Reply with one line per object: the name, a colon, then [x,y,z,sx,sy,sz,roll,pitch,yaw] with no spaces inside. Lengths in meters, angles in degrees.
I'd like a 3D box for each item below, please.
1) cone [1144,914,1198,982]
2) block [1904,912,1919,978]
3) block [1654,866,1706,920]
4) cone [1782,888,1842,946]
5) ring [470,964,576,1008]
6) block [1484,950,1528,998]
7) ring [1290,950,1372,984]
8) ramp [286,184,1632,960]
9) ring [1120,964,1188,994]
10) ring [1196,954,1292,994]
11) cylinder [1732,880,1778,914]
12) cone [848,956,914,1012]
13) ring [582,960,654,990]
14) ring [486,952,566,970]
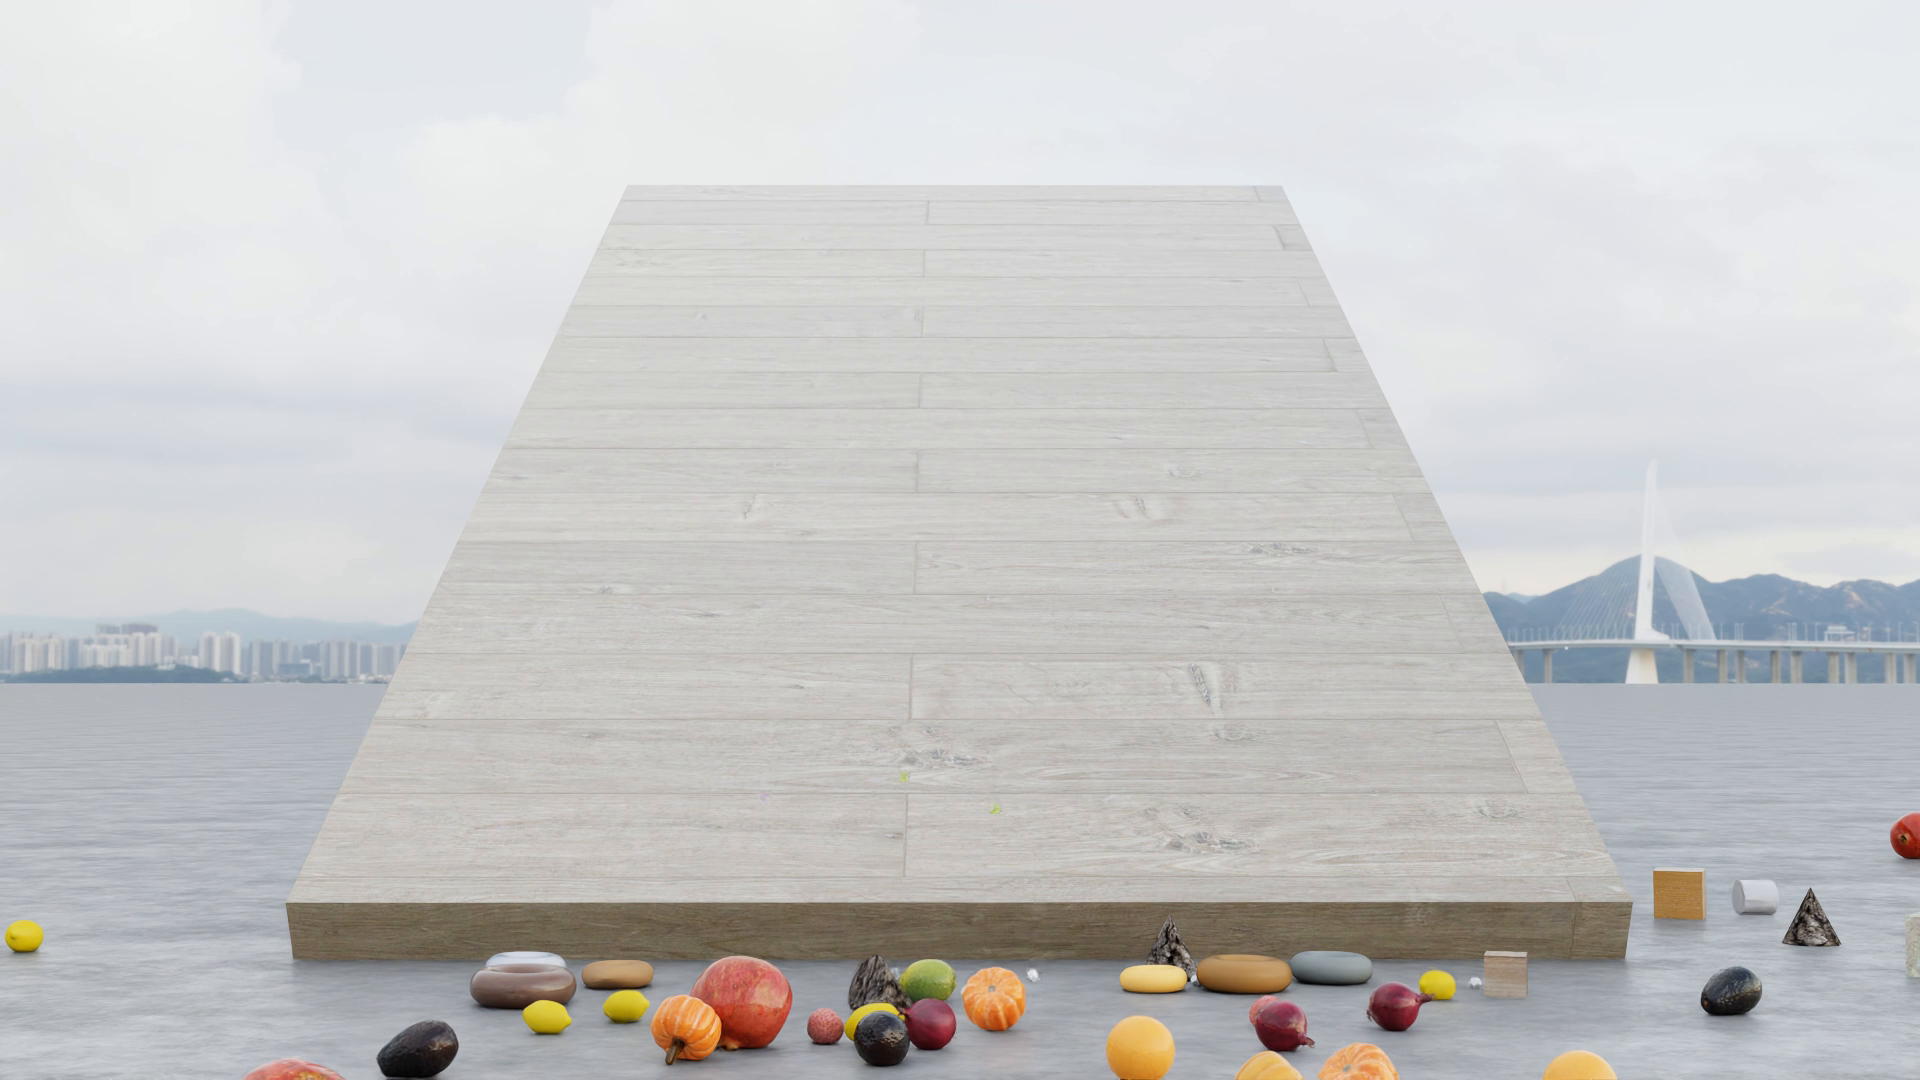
cone: [0.295,0.571,3.273,0.091,0.091,0.091,0,-3,0]
block: [1.398,0.576,3.303,0.084,0.084,0.084,-2,-4,36]
block: [1.275,0.625,4.117,0.082,0.082,0.082,-1,-4,22]
cone: [1.353,0.596,3.698,0.090,0.090,0.090,0,-3,0]
ring: [-0.567,0.579,3.017,0.137,0.046,0.137,1,-2,0]
block: [0.729,0.579,3.102,0.054,0.054,0.054,-1,-4,16]
ring: [0.517,0.595,3.237,0.115,0.038,0.115,1,-4,0]
ramp: [-0.008,-0.228,5.300,2.000,0.100,4.000,0,24,0]
ring: [0.262,0.594,3.145,0.092,0.031,0.092,-1,-4,0]
ring: [0.385,0.588,3.151,0.130,0.043,0.130,1,-4,0]
cylinder: [1.418,0.637,4.148,0.061,0.061,0.061,0,-3,-3]
cone: [-0.089,0.581,2.967,0.076,0.076,0.076,32,-18,-26]
ring: [-0.469,0.595,3.184,0.098,0.033,0.098,-1,-4,0]
ring: [-0.605,0.596,3.241,0.111,0.037,0.111,1,-4,0]
